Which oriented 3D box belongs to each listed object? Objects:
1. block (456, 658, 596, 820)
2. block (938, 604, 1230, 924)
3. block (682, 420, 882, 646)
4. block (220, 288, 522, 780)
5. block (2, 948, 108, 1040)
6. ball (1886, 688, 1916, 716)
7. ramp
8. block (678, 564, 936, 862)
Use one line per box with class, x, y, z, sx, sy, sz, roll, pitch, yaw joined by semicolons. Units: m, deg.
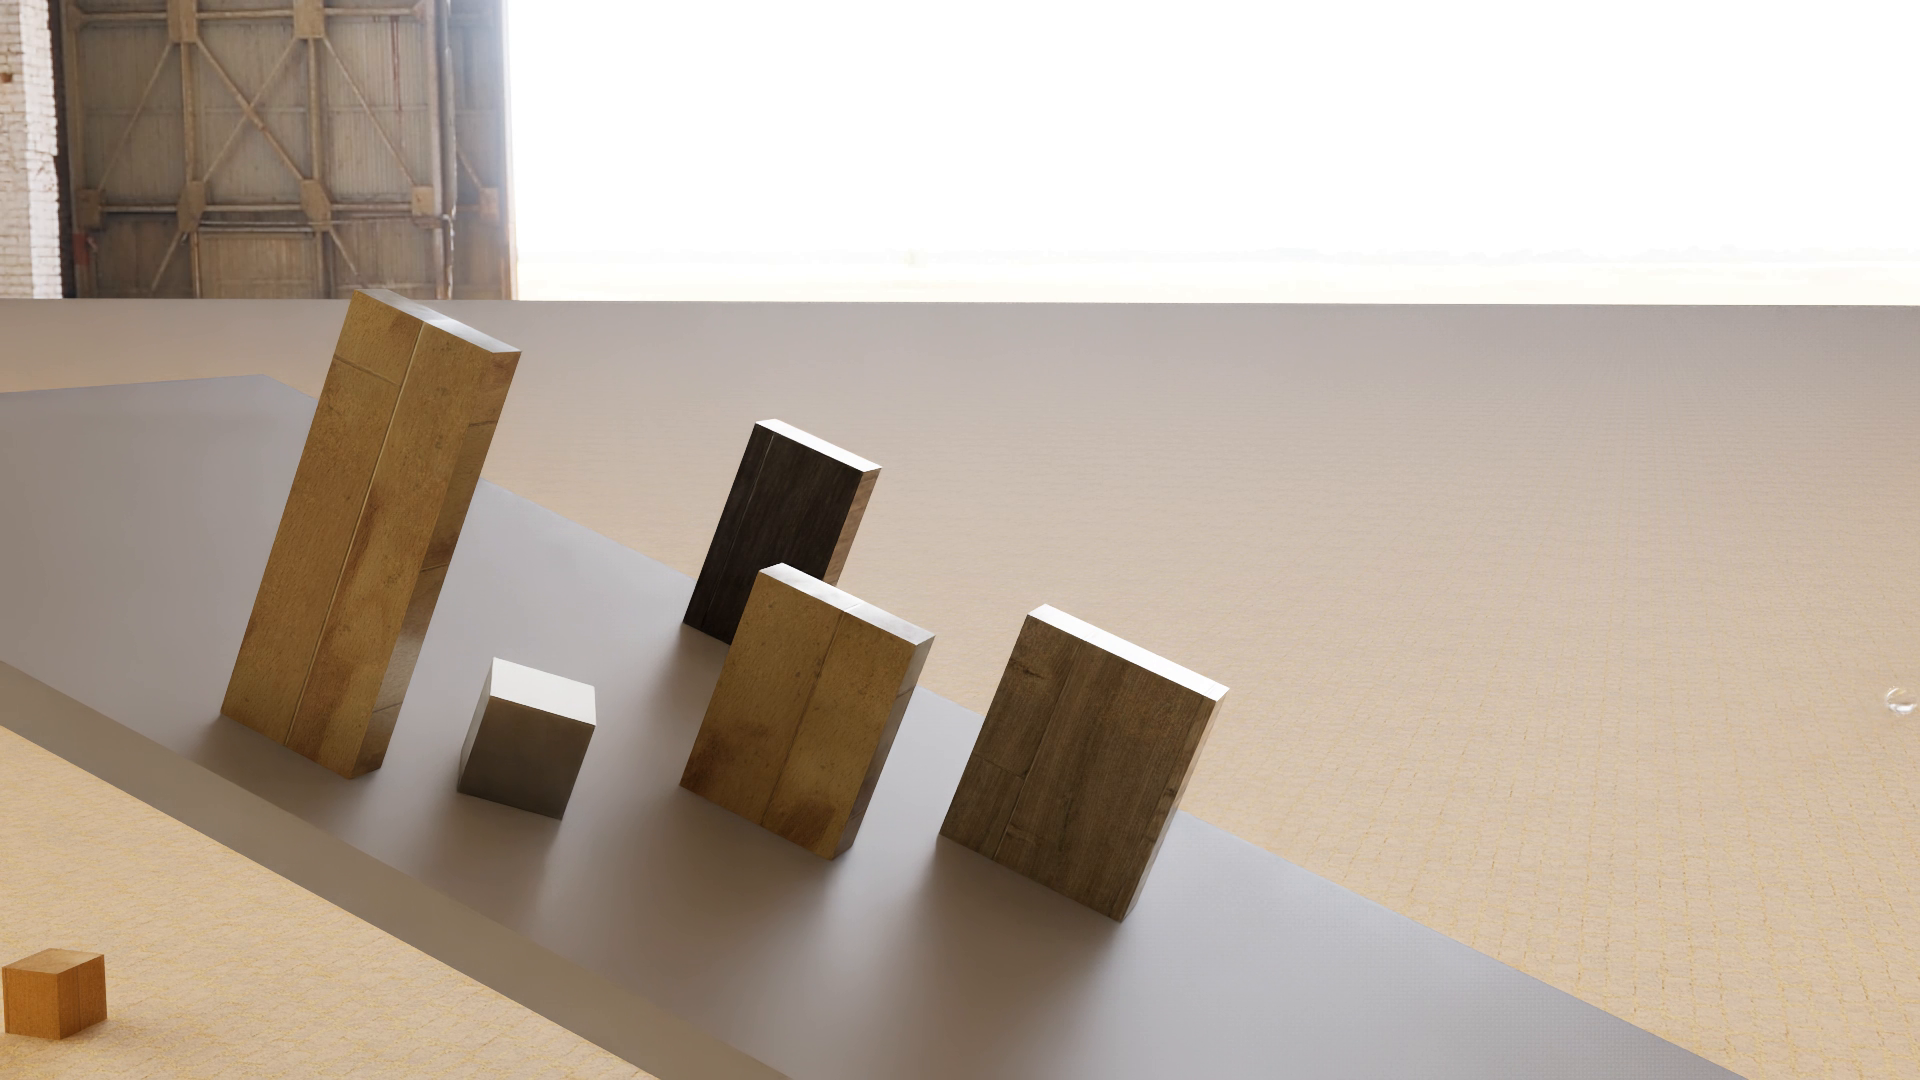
block;-0.735;0.336;3.731;0.180;0.180;0.180;18;13;-15
block;0.237;0.429;4.254;0.395;0.477;0.130;25;13;13
block;-0.399;0.011;4.914;0.272;0.489;0.118;25;13;13
block;-0.949;-0.008;3.524;0.258;0.741;0.092;25;13;13
block;-2.229;1.116;5.417;0.165;0.165;0.165;2;7;19
ball;3.956;0.681;9.242;0.118;0.118;0.118;0;7;0
ramp;-0.308;0.546;4.195;4.000;0.100;2.000;25;13;13
block;-0.279;0.310;3.998;0.320;0.434;0.112;25;13;13
